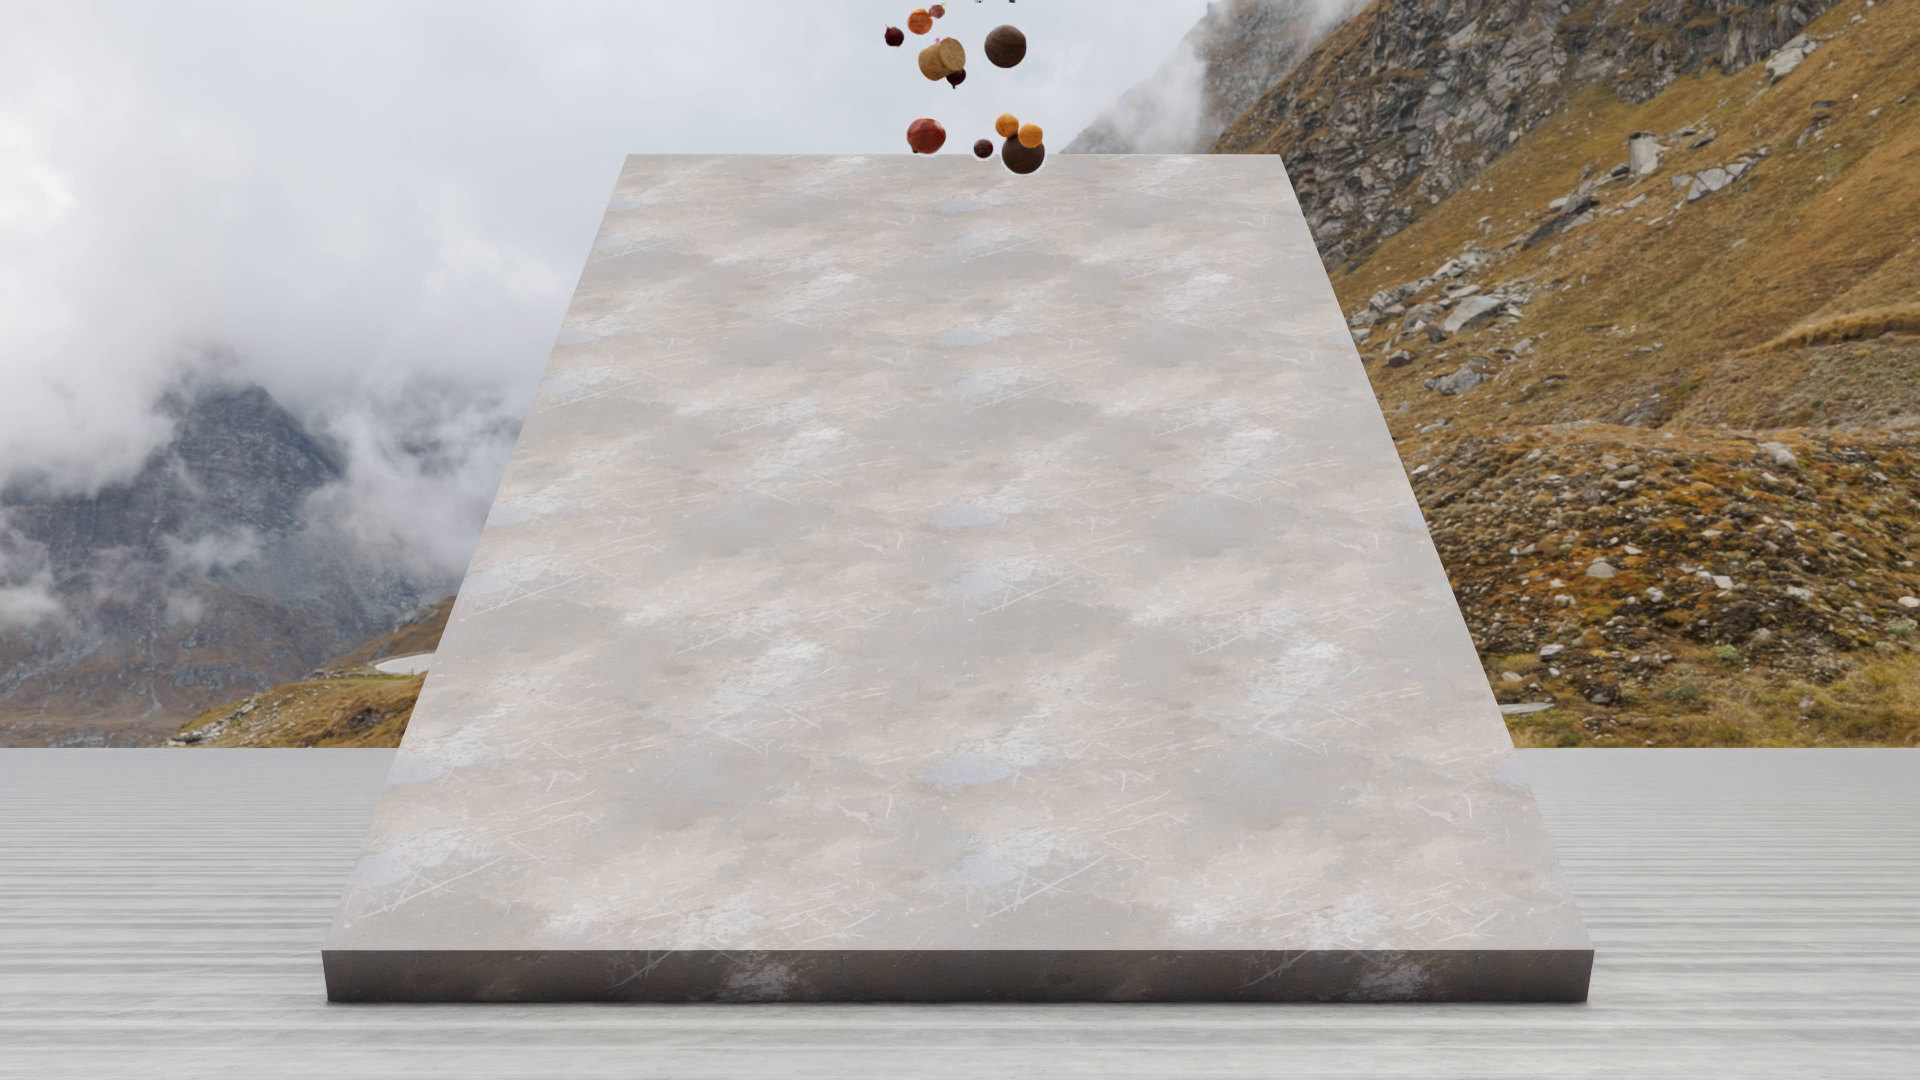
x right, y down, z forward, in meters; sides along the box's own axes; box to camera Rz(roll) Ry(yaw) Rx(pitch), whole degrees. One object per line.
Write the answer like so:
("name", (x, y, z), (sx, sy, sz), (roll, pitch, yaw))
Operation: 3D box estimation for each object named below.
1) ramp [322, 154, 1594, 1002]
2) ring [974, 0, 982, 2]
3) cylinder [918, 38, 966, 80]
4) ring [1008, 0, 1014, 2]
("ramp", (-0.011, -0.226, 5.529), (2.000, 0.100, 4.000), (0, 27, 0))
("ring", (0.054, -1.678, 7.143), (0.040, 0.119, 0.119), (-7, -1, -27))
("cylinder", (-0.052, -1.385, 6.838), (0.098, 0.098, 0.098), (4, -11, -39))
("ring", (0.153, -1.606, 6.849), (0.035, 0.106, 0.106), (4, -6, -35))
